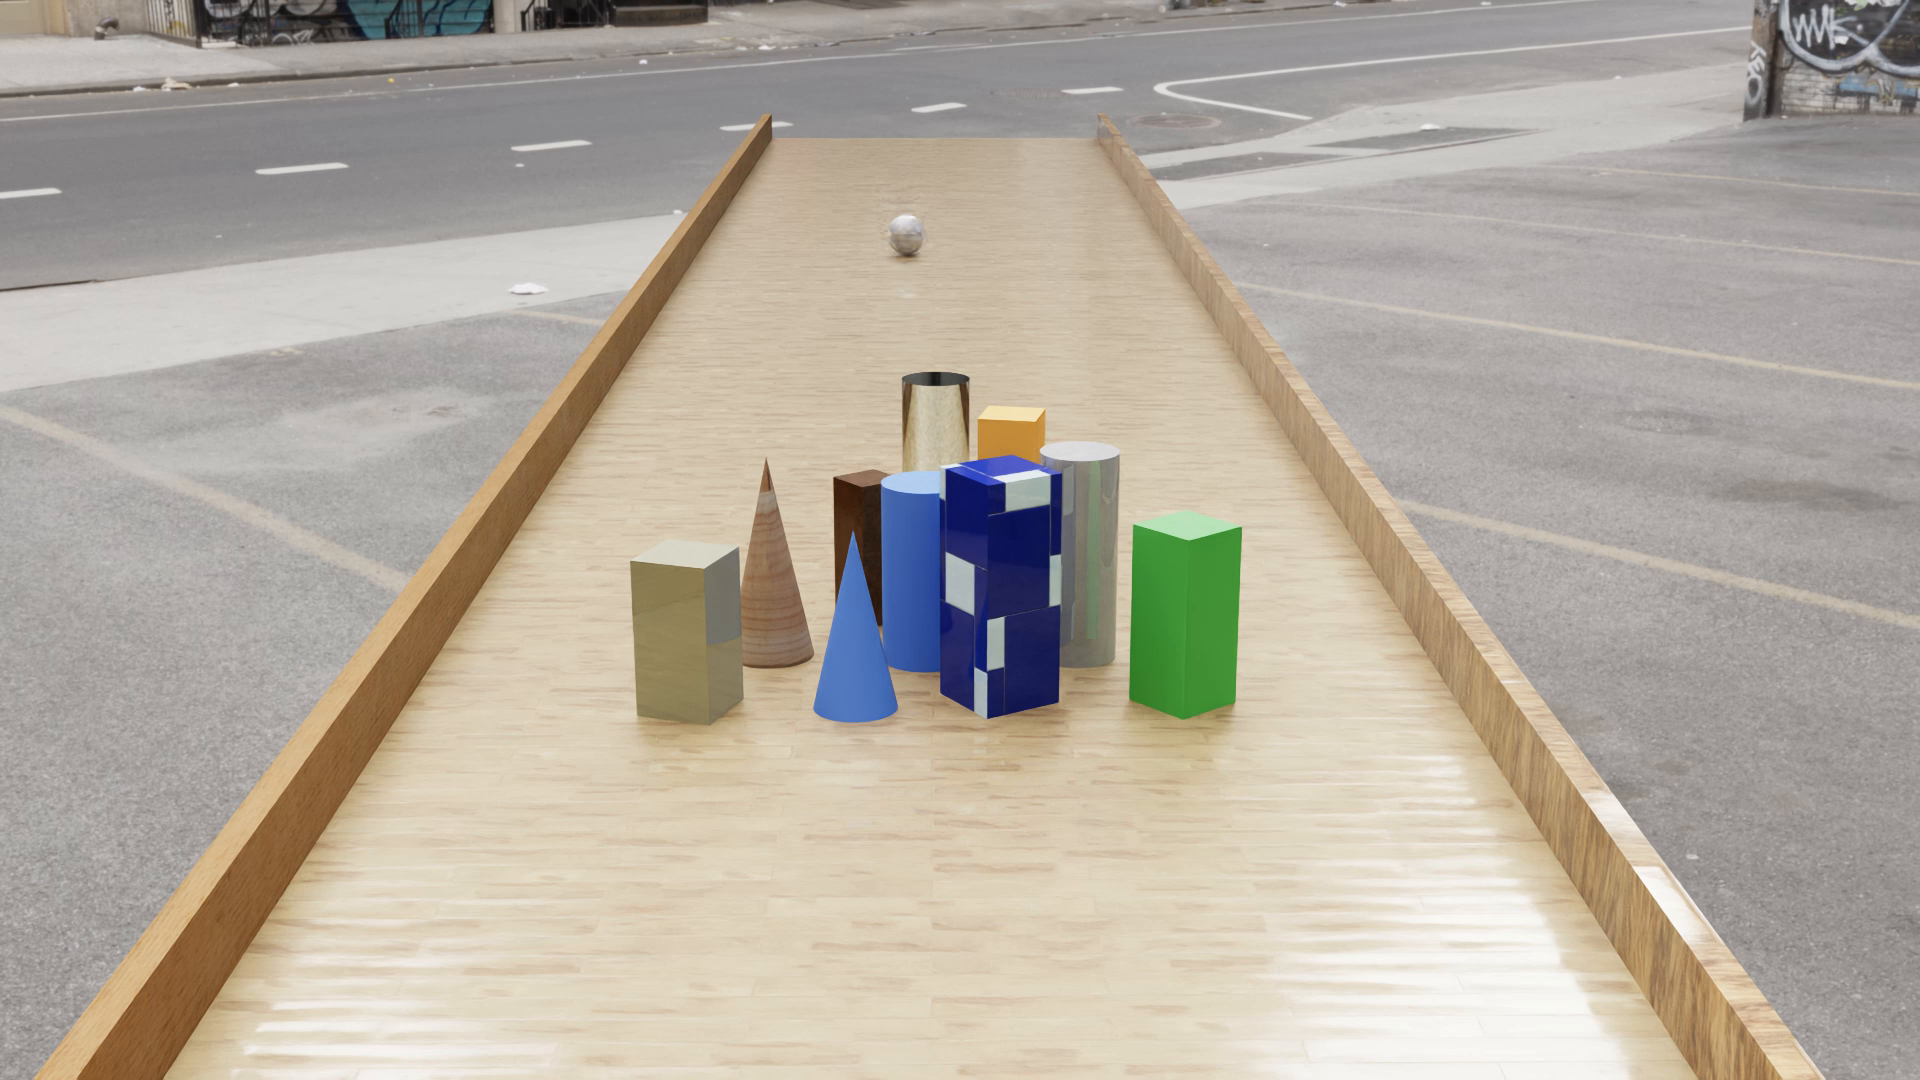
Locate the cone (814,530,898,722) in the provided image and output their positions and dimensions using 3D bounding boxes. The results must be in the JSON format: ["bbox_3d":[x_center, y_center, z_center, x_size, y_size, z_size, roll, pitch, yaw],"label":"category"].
[{"bbox_3d":[-0.198,0.148,4.113,0.161,0.351,0.161,0,17,0],"label":"cone"}]

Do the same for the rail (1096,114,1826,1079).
[{"bbox_3d":[0.932,-0.844,7.801,0.050,0.150,12.000,0,17,-1],"label":"rail"}]

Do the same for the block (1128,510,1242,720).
[{"bbox_3d":[0.424,0.139,4.146,0.143,0.349,0.143,-14,21,-39],"label":"block"}]

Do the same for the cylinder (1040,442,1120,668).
[{"bbox_3d":[0.236,0.029,4.385,0.159,0.425,0.159,0,17,0],"label":"cylinder"}]

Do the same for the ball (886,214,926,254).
[{"bbox_3d":[-0.225,-1.286,9.260,0.167,0.167,0.167,0,17,0],"label":"ball"}]

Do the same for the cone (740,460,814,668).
[{"bbox_3d":[-0.382,0.032,4.391,0.175,0.414,0.175,0,17,0],"label":"cone"}]

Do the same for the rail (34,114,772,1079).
[{"bbox_3d":[-1.118,-0.838,7.780,0.050,0.150,12.000,0,17,-1],"label":"rail"}]

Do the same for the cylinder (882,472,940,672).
[{"bbox_3d":[-0.070,0.062,4.376,0.172,0.366,0.172,0,17,0],"label":"cylinder"}]

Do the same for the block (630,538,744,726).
[{"bbox_3d":[-0.509,0.171,4.119,0.150,0.304,0.150,6,18,19],"label":"block"}]

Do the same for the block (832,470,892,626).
[{"bbox_3d":[-0.191,0.019,4.622,0.105,0.309,0.105,-12,21,-36],"label":"block"}]

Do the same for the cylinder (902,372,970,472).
[{"bbox_3d":[-0.053,-0.137,4.890,0.150,0.453,0.150,0,17,0],"label":"cylinder"}]

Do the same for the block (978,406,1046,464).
[{"bbox_3d":[0.108,-0.055,4.649,0.121,0.435,0.121,3,17,11],"label":"block"}]

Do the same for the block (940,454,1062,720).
[{"bbox_3d":[0.075,0.086,4.146,0.164,0.451,0.164,-10,19,-31],"label":"block"}]
